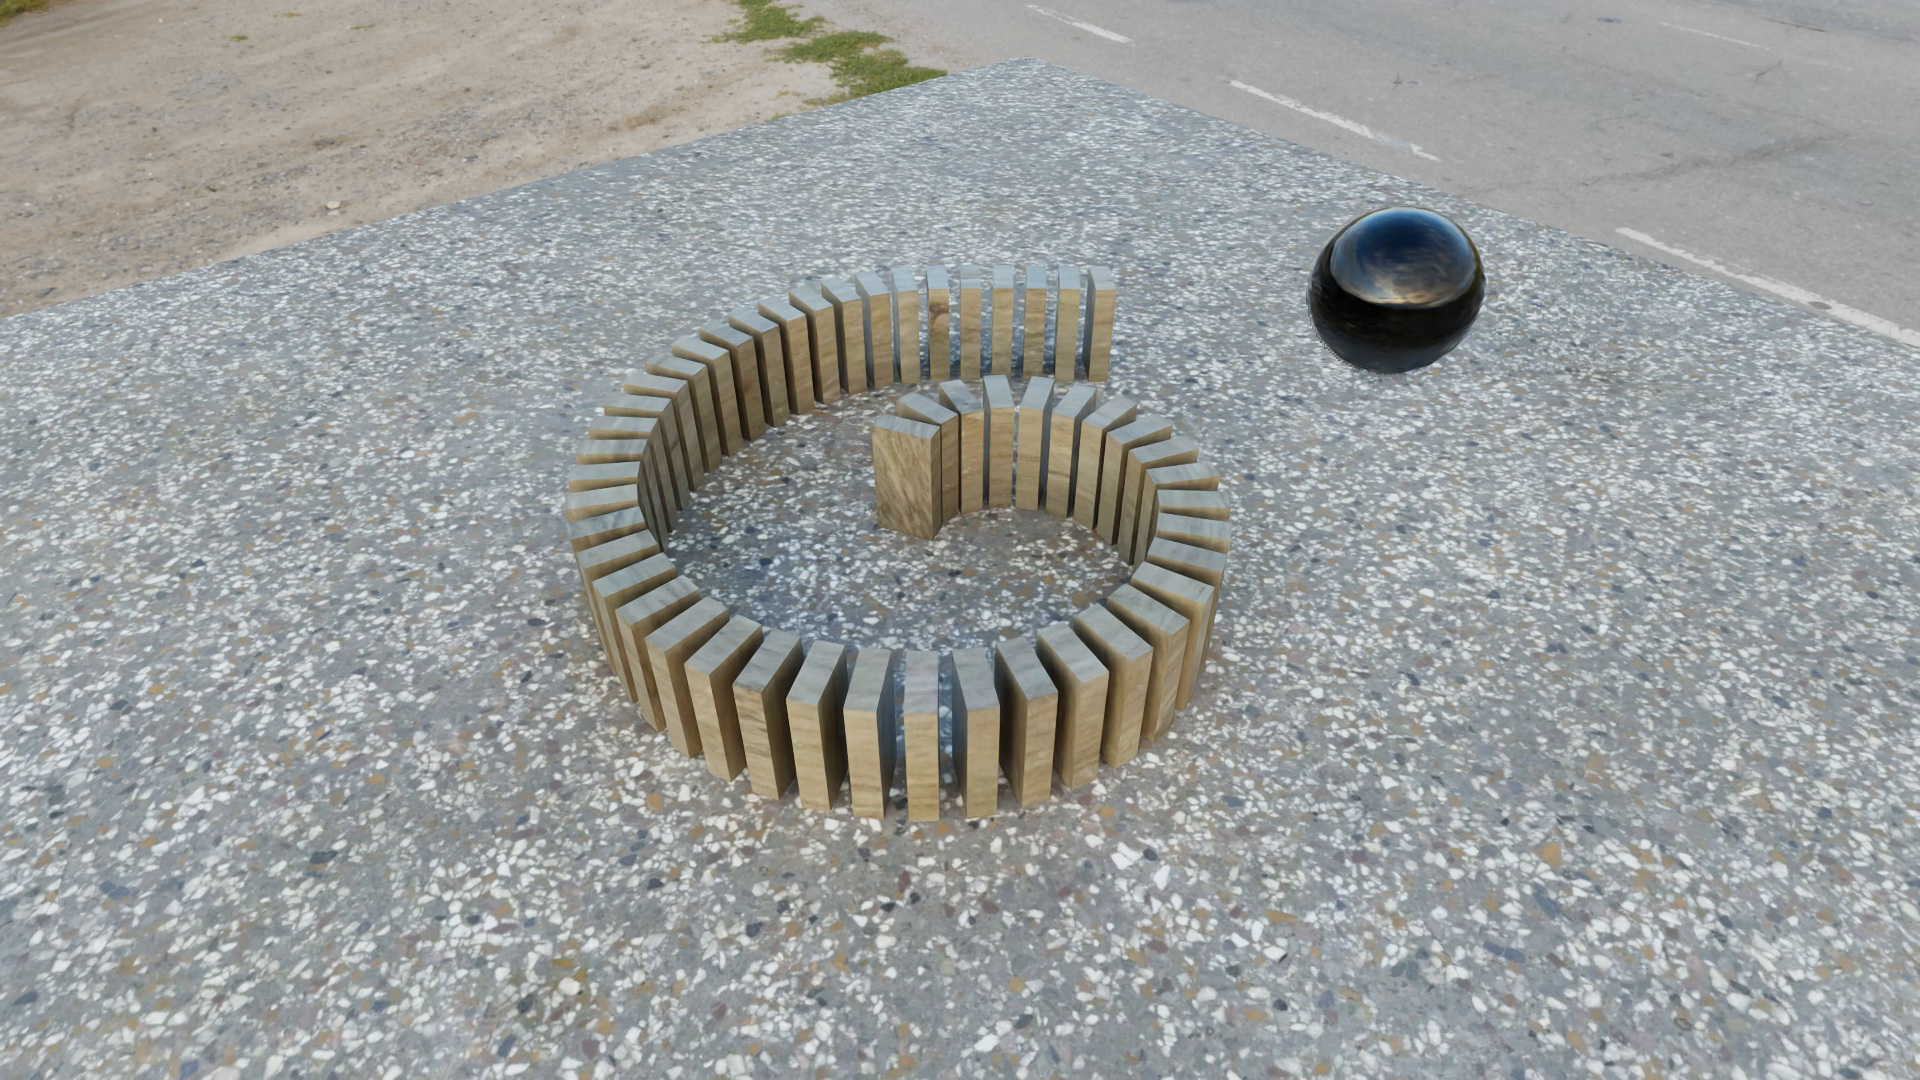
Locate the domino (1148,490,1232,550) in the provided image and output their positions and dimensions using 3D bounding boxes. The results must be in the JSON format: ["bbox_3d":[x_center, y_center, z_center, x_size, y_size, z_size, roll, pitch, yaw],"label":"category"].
[{"bbox_3d":[0.083,0.005,0.406,0.025,0.050,0.009,2,39,2],"label":"domino"}]

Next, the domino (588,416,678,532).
[{"bbox_3d":[-0.131,-0.026,0.443,0.025,0.050,0.009,3,39,3],"label":"domino"}]

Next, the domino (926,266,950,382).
[{"bbox_3d":[-0.011,-0.106,0.541,0.009,0.050,0.025,-3,39,-4],"label":"domino"}]

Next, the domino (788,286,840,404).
[{"bbox_3d":[-0.069,-0.093,0.525,0.010,0.050,0.025,-25,45,-27],"label":"domino"}]

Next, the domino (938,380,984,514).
[{"bbox_3d":[0.000,-0.039,0.458,0.009,0.050,0.025,-14,41,-17],"label":"domino"}]

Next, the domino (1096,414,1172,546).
[{"bbox_3d":[0.069,-0.024,0.440,0.025,0.050,0.010,-22,44,-25],"label":"domino"}]

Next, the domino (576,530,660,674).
[{"bbox_3d":[-0.115,0.022,0.384,0.025,0.050,0.009,-21,44,-23],"label":"domino"}]

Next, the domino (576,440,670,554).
[{"bbox_3d":[-0.131,-0.016,0.431,0.025,0.050,0.009,-1,39,-1],"label":"domino"}]

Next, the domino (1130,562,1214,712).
[{"bbox_3d":[0.069,0.033,0.371,0.025,0.050,0.009,21,44,24],"label":"domino"}]

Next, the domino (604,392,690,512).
[{"bbox_3d":[-0.129,-0.036,0.455,0.025,0.050,0.010,7,40,8],"label":"domino"}]

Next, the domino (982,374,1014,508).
[{"bbox_3d":[0.016,-0.041,0.462,0.009,0.050,0.025,-4,39,-5],"label":"domino"}]

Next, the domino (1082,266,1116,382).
[{"bbox_3d":[0.068,-0.106,0.541,0.009,0.050,0.025,-2,39,-2],"label":"domino"}]

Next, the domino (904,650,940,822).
[{"bbox_3d":[-0.011,0.061,0.337,0.010,0.050,0.025,0,39,0],"label":"domino"}]

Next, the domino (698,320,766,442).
[{"bbox_3d":[-0.103,-0.072,0.499,0.025,0.050,0.010,26,46,29],"label":"domino"}]

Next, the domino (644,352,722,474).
[{"bbox_3d":[-0.120,-0.055,0.478,0.025,0.050,0.009,16,42,19],"label":"domino"}]

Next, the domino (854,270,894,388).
[{"bbox_3d":[-0.042,-0.102,0.536,0.010,0.050,0.025,-14,41,-16],"label":"domino"}]

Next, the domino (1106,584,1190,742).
[{"bbox_3d":[0.059,0.041,0.362,0.025,0.050,0.009,32,49,33],"label":"domino"}]

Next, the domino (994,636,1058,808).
[{"bbox_3d":[0.020,0.057,0.342,0.009,0.050,0.025,-14,41,-16],"label":"domino"}]

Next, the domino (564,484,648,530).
[{"bbox_3d":[-0.128,0.004,0.407,0.025,0.050,0.009,-9,40,-11],"label":"domino"}]

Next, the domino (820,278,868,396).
[{"bbox_3d":[-0.056,-0.098,0.531,0.009,0.050,0.025,-20,43,-23],"label":"domino"}]

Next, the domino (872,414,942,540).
[{"bbox_3d":[-0.021,-0.025,0.442,0.025,0.050,0.009,15,42,17],"label":"domino"}]

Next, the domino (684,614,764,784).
[{"bbox_3d":[-0.072,0.051,0.349,0.009,0.050,0.025,20,43,23],"label":"domino"}]

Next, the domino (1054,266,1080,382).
[{"bbox_3d":[0.052,-0.106,0.541,0.009,0.050,0.025,1,39,2],"label":"domino"}]

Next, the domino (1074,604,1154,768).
[{"bbox_3d":[0.047,0.047,0.354,0.009,0.050,0.025,-25,45,-27],"label":"domino"}]

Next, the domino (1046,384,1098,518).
[{"bbox_3d":[0.046,-0.037,0.456,0.009,0.050,0.025,17,42,20],"label":"domino"}]

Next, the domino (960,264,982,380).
[{"bbox_3d":[0.005,-0.107,0.542,0.010,0.050,0.025,-1,39,-1],"label":"domino"}]

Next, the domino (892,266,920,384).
[{"bbox_3d":[-0.027,-0.105,0.540,0.009,0.050,0.025,-7,40,-8],"label":"domino"}]

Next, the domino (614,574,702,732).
[{"bbox_3d":[-0.096,0.038,0.365,0.025,0.050,0.009,-31,48,-32],"label":"domino"}]

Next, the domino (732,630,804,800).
[{"bbox_3d":[-0.058,0.055,0.344,0.009,0.050,0.025,14,41,16],"label":"domino"}]

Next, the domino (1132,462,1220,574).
[{"bbox_3d":[0.082,-0.005,0.418,0.025,0.050,0.010,-8,40,-9],"label":"domino"}]

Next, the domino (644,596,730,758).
[{"bbox_3d":[-0.085,0.045,0.356,0.010,0.050,0.025,28,47,30],"label":"domino"}]

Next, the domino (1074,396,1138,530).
[{"bbox_3d":[0.059,-0.031,0.450,0.010,0.050,0.025,28,47,30],"label":"domino"}]

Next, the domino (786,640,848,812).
[{"bbox_3d":[-0.042,0.058,0.341,0.009,0.050,0.025,9,40,11],"label":"domino"}]

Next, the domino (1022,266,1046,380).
[{"bbox_3d":[0.036,-0.106,0.541,0.009,0.050,0.025,1,39,2],"label":"domino"}]

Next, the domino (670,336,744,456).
[{"bbox_3d":[-0.112,-0.064,0.489,0.025,0.050,0.009,22,44,25],"label":"domino"}]

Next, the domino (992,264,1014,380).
[{"bbox_3d":[0.021,-0.107,0.542,0.009,0.050,0.025,1,39,1],"label":"domino"}]

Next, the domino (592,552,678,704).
[{"bbox_3d":[-0.106,0.031,0.374,0.025,0.050,0.010,-26,46,-28],"label":"domino"}]

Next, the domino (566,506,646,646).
[{"bbox_3d":[-0.122,0.013,0.395,0.025,0.050,0.010,-16,42,-18],"label":"domino"}]

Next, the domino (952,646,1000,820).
[{"bbox_3d":[0.004,0.060,0.339,0.010,0.050,0.025,-7,40,-8],"label":"domino"}]

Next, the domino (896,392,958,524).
[{"bbox_3d":[-0.013,-0.033,0.452,0.025,0.050,0.010,31,49,32],"label":"domino"}]

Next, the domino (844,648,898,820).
[{"bbox_3d":[-0.027,0.060,0.338,0.009,0.050,0.025,5,40,6],"label":"domino"}]

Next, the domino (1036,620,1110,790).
[{"bbox_3d":[0.034,0.053,0.347,0.010,0.050,0.025,-19,43,-22],"label":"domino"}]

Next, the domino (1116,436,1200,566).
[{"bbox_3d":[0.077,-0.015,0.430,0.025,0.050,0.009,-15,42,-17],"label":"domino"}]

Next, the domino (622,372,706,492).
[{"bbox_3d":[-0.125,-0.045,0.467,0.025,0.050,0.010,11,41,13],"label":"domino"}]

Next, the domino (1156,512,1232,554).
[{"bbox_3d":[0.081,0.015,0.394,0.025,0.050,0.009,9,40,10],"label":"domino"}]

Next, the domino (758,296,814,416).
[{"bbox_3d":[-0.081,-0.086,0.517,0.009,0.050,0.025,-29,48,-31],"label":"domino"}]

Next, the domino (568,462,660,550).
[{"bbox_3d":[-0.130,-0.006,0.419,0.025,0.050,0.009,-4,40,-5],"label":"domino"}]

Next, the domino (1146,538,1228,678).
[{"bbox_3d":[0.076,0.024,0.382,0.025,0.050,0.009,14,41,17],"label":"domino"}]

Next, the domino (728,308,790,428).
[{"bbox_3d":[-0.093,-0.079,0.508,0.025,0.050,0.009,31,48,32],"label":"domino"}]

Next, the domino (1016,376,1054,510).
[{"bbox_3d":[0.031,-0.040,0.461,0.009,0.050,0.025,9,40,11],"label":"domino"}]

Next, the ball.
[{"bbox_3d":[0.212,-0.122,0.536,0.080,0.080,0.080,0,39,0],"label":"ball"}]
